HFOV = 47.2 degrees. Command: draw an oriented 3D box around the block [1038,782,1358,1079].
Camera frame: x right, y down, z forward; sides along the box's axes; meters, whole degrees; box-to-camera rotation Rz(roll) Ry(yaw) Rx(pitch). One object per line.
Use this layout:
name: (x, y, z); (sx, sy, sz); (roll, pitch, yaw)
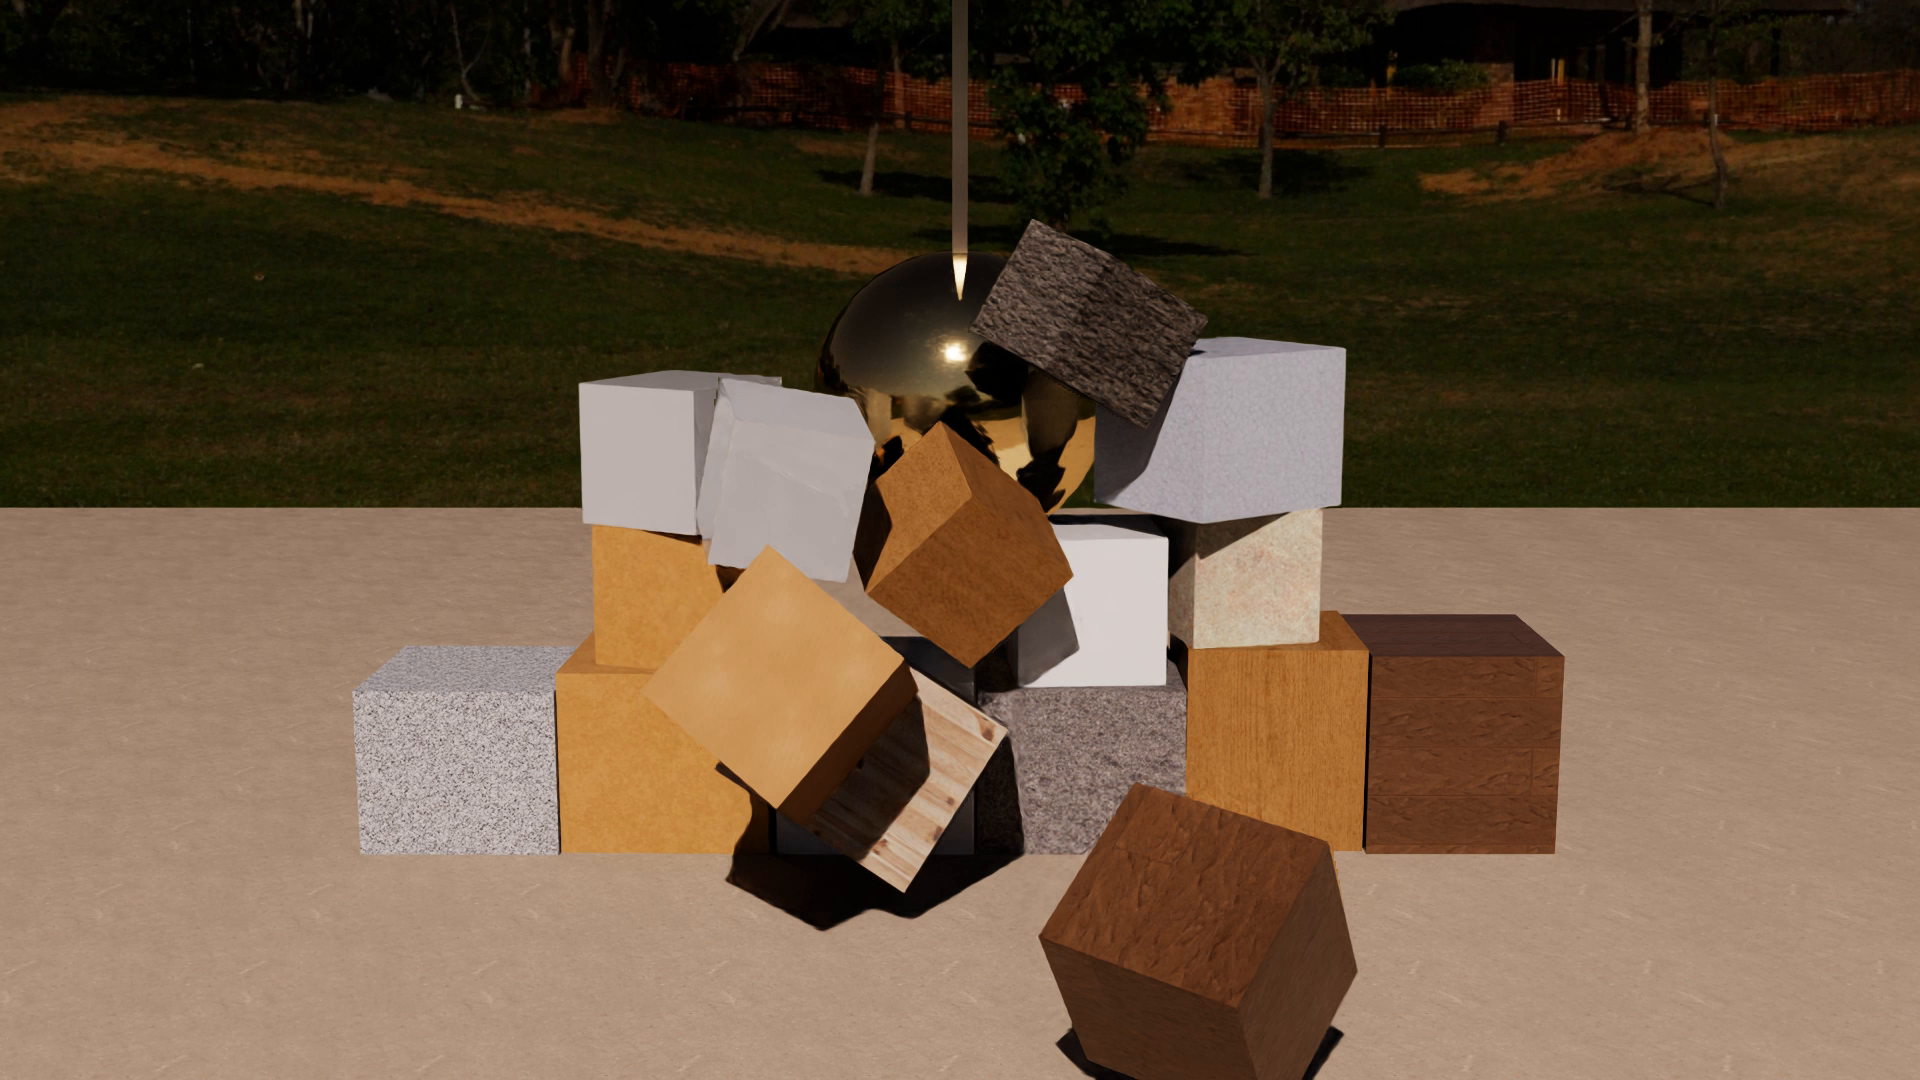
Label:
block: (0.872, 1.485, 7.883); (0.770, 0.798, 0.722); (14, 52, 32)

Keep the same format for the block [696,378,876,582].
block: (-0.801, -0.277, 9.927); (0.623, 0.666, 0.691); (8, 17, -14)

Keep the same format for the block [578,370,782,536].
block: (-1.390, -0.455, 11.047); (0.703, 0.701, 0.742); (6, 12, 30)

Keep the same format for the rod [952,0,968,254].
rod: (0.000, -3.993, 10.823); (0.080, 5.200, 0.080); (0, 18, 0)

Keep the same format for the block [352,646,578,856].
block: (-2.482, 1.067, 11.365); (0.993, 0.834, 0.993); (0, 10, 1)

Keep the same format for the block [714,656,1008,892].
block: (-0.429, 0.960, 10.242); (1.006, 0.856, 0.939); (33, -2, 3)

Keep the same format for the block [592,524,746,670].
block: (-1.317, 0.241, 11.143); (0.826, 0.702, 0.708); (4, 11, 19)

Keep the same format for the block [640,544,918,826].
block: (-0.734, 0.636, 9.272); (0.735, 0.786, 0.908); (39, -8, 10)

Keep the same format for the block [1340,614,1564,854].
block: (2.493, 0.981, 11.349); (0.942, 1.010, 0.982); (0, 10, 0)

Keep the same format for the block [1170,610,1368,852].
block: (1.568, 0.966, 11.372); (0.888, 1.030, 0.936); (0, 10, 0)

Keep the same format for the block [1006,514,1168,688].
block: (0.633, 0.298, 11.210); (0.741, 0.740, 0.721); (-1, 10, -4)

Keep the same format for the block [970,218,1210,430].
block: (0.614, -1.031, 10.485); (0.706, 0.606, 0.670); (26, 5, -38)

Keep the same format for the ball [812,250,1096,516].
ball: (0.000, -0.765, 11.892); (1.600, 1.600, 1.600); (0, 10, 0)

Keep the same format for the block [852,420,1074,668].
block: (-0.023, 0.022, 10.411); (0.719, 0.683, 0.657); (37, 18, -33)

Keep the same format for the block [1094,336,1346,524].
block: (1.295, -0.572, 11.007); (0.940, 0.789, 0.806); (-7, 13, -36)

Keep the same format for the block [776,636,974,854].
block: (-0.419, 1.042, 11.376); (0.982, 0.879, 1.022); (0, 10, 0)

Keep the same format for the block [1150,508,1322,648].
block: (1.392, 0.130, 11.218); (0.655, 0.668, 0.749); (-2, 11, -12)

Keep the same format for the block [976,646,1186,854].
block: (0.601, 1.066, 11.378); (1.029, 0.831, 1.005); (0, 10, 0)

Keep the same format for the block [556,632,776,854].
block: (-1.455, 1.025, 11.360); (1.043, 0.919, 0.964); (0, 10, 2)
